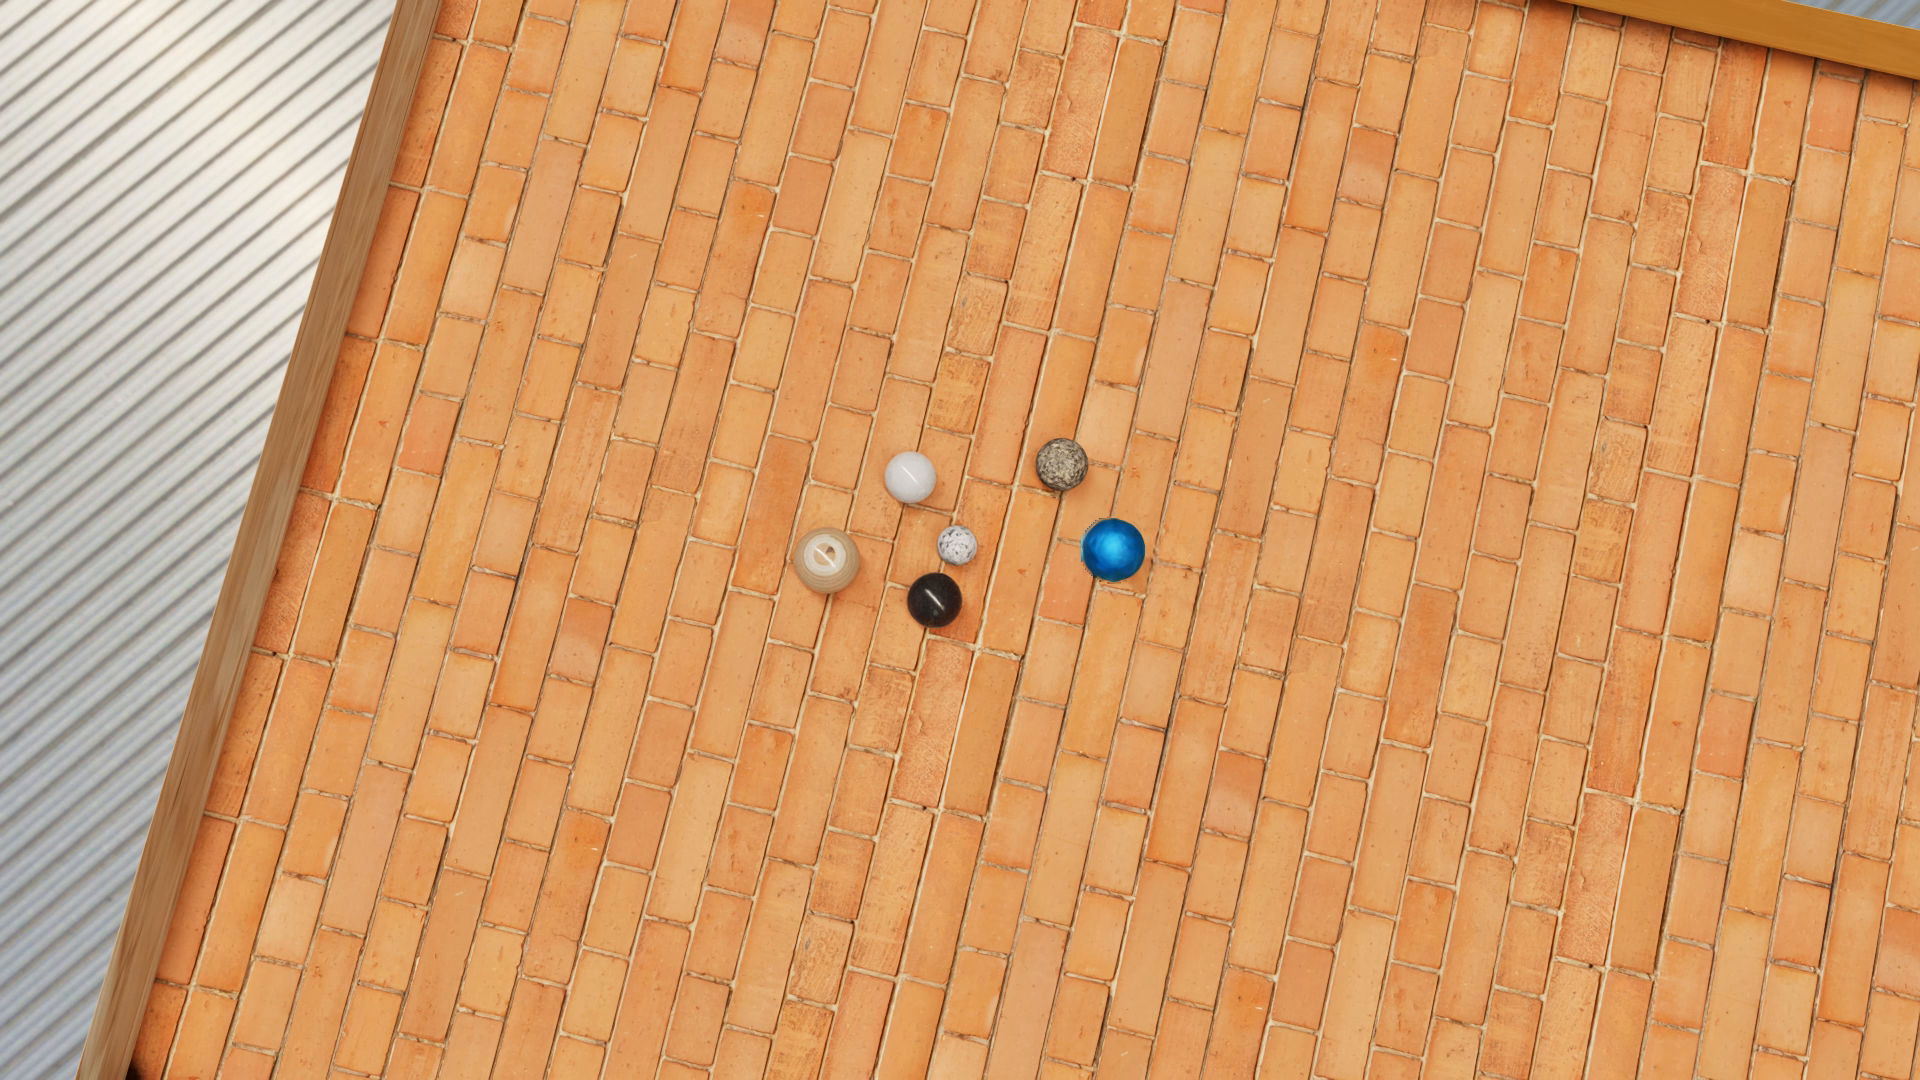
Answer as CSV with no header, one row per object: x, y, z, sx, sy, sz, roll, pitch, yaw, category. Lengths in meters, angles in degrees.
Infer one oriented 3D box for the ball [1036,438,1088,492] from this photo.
0.153,-0.113,3.301,0.080,0.080,0.080,0,80,0,ball

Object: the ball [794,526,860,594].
-0.198,0.030,3.265,0.100,0.100,0.100,0,80,0,ball

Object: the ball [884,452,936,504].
-0.074,-0.094,3.298,0.079,0.079,0.079,0,80,0,ball

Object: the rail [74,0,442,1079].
-0.970,-0.230,3.295,0.045,0.130,2.164,13,80,2,rail

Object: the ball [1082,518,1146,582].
0.229,0.015,3.271,0.093,0.093,0.093,0,80,0,ball

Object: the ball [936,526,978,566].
-0.004,0.008,3.289,0.061,0.061,0.061,0,80,0,ball

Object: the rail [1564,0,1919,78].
1.235,-0.788,3.396,4.079,0.130,0.045,13,80,2,rail

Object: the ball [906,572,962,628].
-0.038,0.090,3.262,0.084,0.084,0.084,0,80,0,ball
